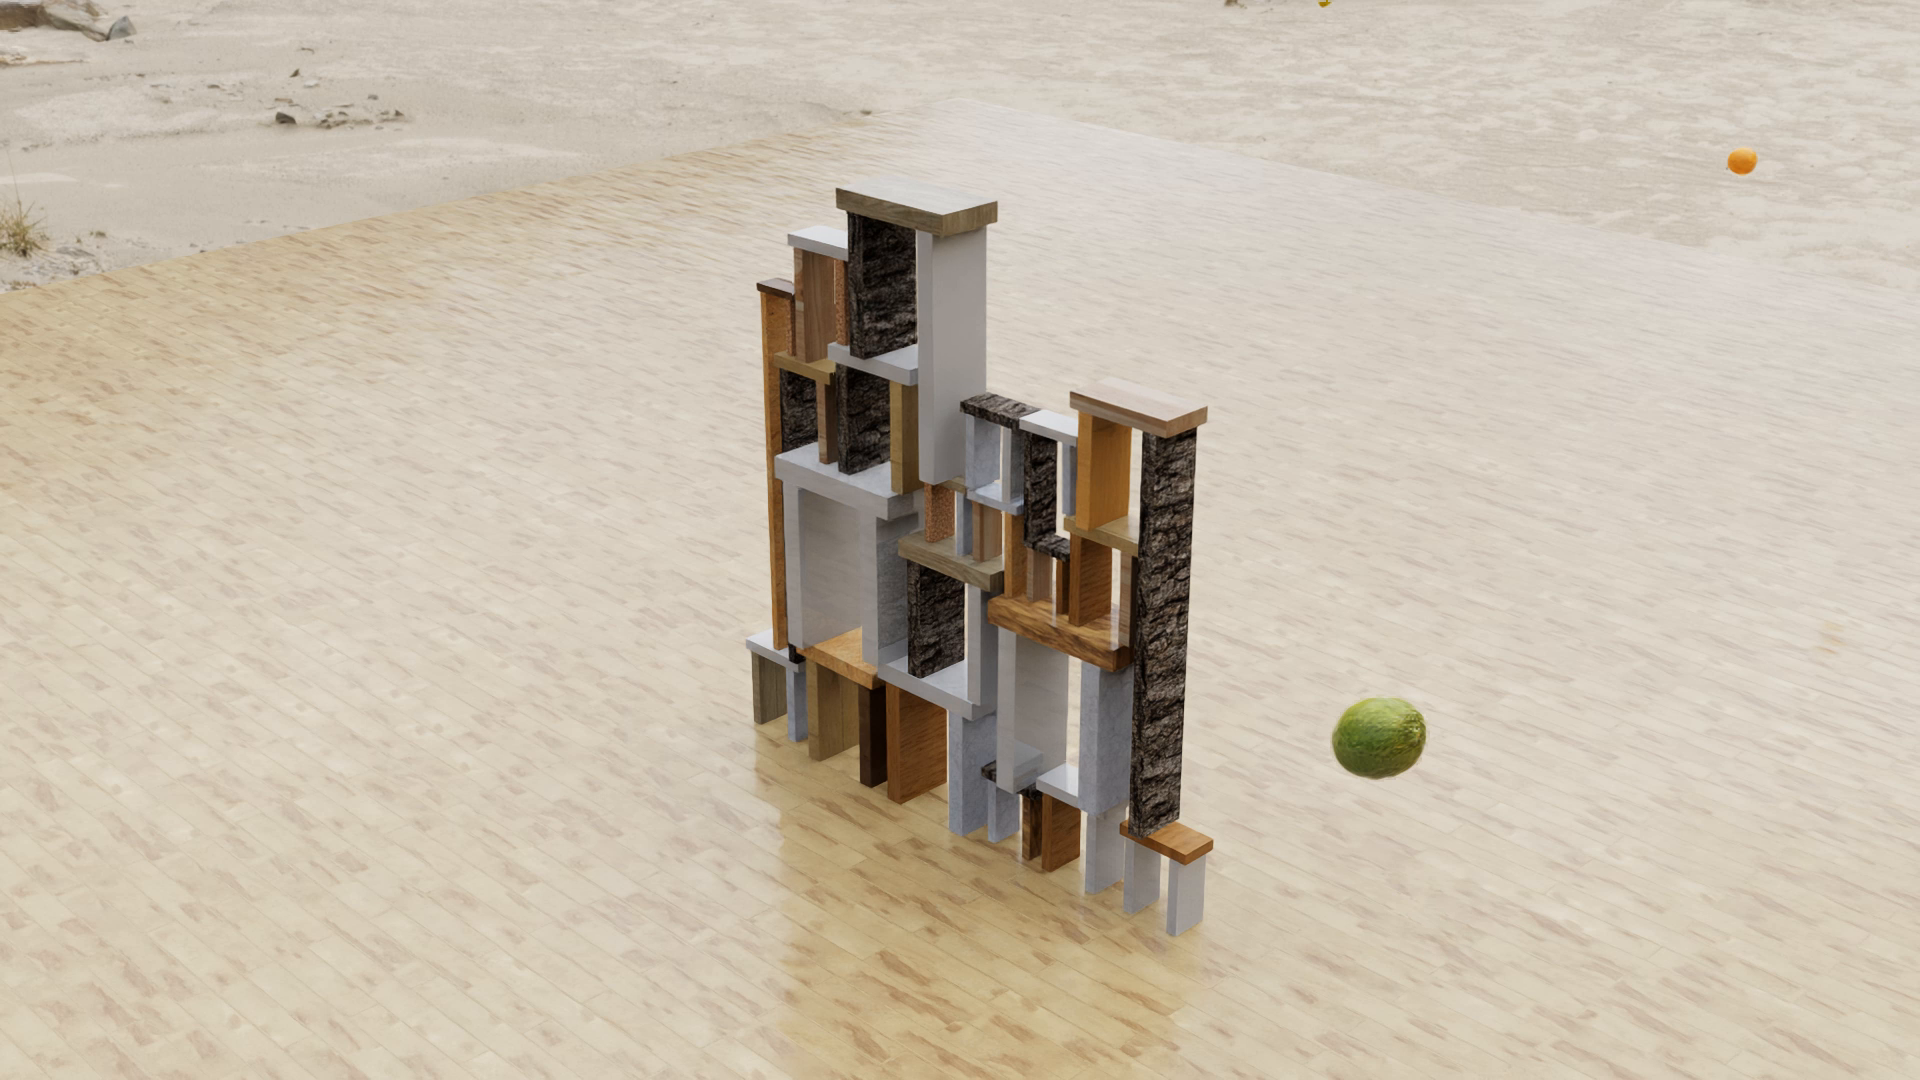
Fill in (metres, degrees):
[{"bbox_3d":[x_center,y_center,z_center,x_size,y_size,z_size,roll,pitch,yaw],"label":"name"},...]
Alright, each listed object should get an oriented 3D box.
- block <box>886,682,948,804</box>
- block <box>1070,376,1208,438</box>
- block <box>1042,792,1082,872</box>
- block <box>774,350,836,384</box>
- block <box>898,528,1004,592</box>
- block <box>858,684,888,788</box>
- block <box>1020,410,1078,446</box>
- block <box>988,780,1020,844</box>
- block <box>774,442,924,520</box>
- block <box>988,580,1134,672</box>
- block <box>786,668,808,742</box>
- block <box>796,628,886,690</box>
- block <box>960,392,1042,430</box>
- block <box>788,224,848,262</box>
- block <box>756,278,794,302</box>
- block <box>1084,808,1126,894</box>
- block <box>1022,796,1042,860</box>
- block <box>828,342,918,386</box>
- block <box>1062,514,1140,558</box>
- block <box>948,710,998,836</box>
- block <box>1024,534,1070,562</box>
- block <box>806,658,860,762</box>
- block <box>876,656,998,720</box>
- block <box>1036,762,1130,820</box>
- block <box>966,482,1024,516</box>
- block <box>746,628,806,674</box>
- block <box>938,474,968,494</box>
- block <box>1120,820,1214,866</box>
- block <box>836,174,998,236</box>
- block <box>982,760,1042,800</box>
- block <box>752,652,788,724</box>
[{"bbox_3d":[-0.088,0.393,4.491,0.134,0.268,0.038,-21,31,-41],"label":"block"},{"bbox_3d":[0.306,-0.229,3.786,0.218,0.031,0.109,21,31,40],"label":"block"},{"bbox_3d":[0.197,0.549,4.249,0.024,0.169,0.085,21,31,41],"label":"block"},{"bbox_3d":[-0.284,-0.349,4.375,0.085,0.024,0.171,-21,31,-40],"label":"block"},{"bbox_3d":[0.012,0.031,4.226,0.248,0.035,0.124,21,31,41],"label":"block"},{"bbox_3d":[-0.153,0.383,4.552,0.120,0.239,0.034,-21,31,-41],"label":"block"},{"bbox_3d":[0.179,-0.201,3.944,0.136,0.019,0.068,21,31,40],"label":"block"},{"bbox_3d":[0.087,0.523,4.348,0.020,0.140,0.070,21,31,40],"label":"block"},{"bbox_3d":[-0.199,-0.126,4.377,0.327,0.046,0.163,21,31,40],"label":"block"},{"bbox_3d":[0.215,0.153,4.062,0.308,0.044,0.154,21,31,40],"label":"block"},{"bbox_3d":[-0.332,0.342,4.735,0.024,0.172,0.086,21,31,41],"label":"block"},{"bbox_3d":[-0.216,0.237,4.546,0.120,0.034,0.239,-21,30,-39],"label":"block"},{"bbox_3d":[0.077,-0.237,4.038,0.073,0.021,0.146,-21,31,-40],"label":"block"},{"bbox_3d":[-0.244,-0.573,4.242,0.171,0.024,0.086,20,30,39],"label":"block"},{"bbox_3d":[-0.347,-0.500,4.386,0.057,0.016,0.114,-21,30,-40],"label":"block"},{"bbox_3d":[0.276,0.581,4.176,0.024,0.169,0.085,21,31,41],"label":"block"},{"bbox_3d":[0.153,0.549,4.288,0.020,0.139,0.070,21,31,40],"label":"block"},{"bbox_3d":[-0.136,-0.349,4.225,0.226,0.032,0.113,21,31,40],"label":"block"},{"bbox_3d":[0.280,-0.018,3.917,0.179,0.025,0.090,21,31,40],"label":"block"},{"bbox_3d":[0.039,0.443,4.374,0.038,0.268,0.134,21,31,41],"label":"block"},{"bbox_3d":[0.174,0.011,4.041,0.054,0.015,0.109,-21,31,-40],"label":"block"},{"bbox_3d":[-0.267,0.339,4.656,0.120,0.239,0.034,-21,31,-40],"label":"block"},{"bbox_3d":[-0.025,0.277,4.373,0.268,0.038,0.134,21,31,41],"label":"block"},{"bbox_3d":[0.236,0.476,4.174,0.169,0.024,0.085,21,31,39],"label":"block"},{"bbox_3d":[0.080,-0.078,4.091,0.126,0.018,0.063,20,31,40],"label":"block"},{"bbox_3d":[-0.373,0.236,4.734,0.172,0.024,0.086,21,31,41],"label":"block"},{"bbox_3d":[-0.009,-0.118,4.182,0.128,0.018,0.064,21,31,40],"label":"block"},{"bbox_3d":[0.379,0.545,4.042,0.158,0.022,0.079,21,31,41],"label":"block"},{"bbox_3d":[-0.081,-0.617,4.042,0.282,0.040,0.141,21,31,40],"label":"block"},{"bbox_3d":[0.116,0.464,4.285,0.140,0.020,0.070,21,31,40],"label":"block"},{"bbox_3d":[-0.413,0.310,4.810,0.086,0.172,0.024,-21,31,-41],"label":"block"}]
